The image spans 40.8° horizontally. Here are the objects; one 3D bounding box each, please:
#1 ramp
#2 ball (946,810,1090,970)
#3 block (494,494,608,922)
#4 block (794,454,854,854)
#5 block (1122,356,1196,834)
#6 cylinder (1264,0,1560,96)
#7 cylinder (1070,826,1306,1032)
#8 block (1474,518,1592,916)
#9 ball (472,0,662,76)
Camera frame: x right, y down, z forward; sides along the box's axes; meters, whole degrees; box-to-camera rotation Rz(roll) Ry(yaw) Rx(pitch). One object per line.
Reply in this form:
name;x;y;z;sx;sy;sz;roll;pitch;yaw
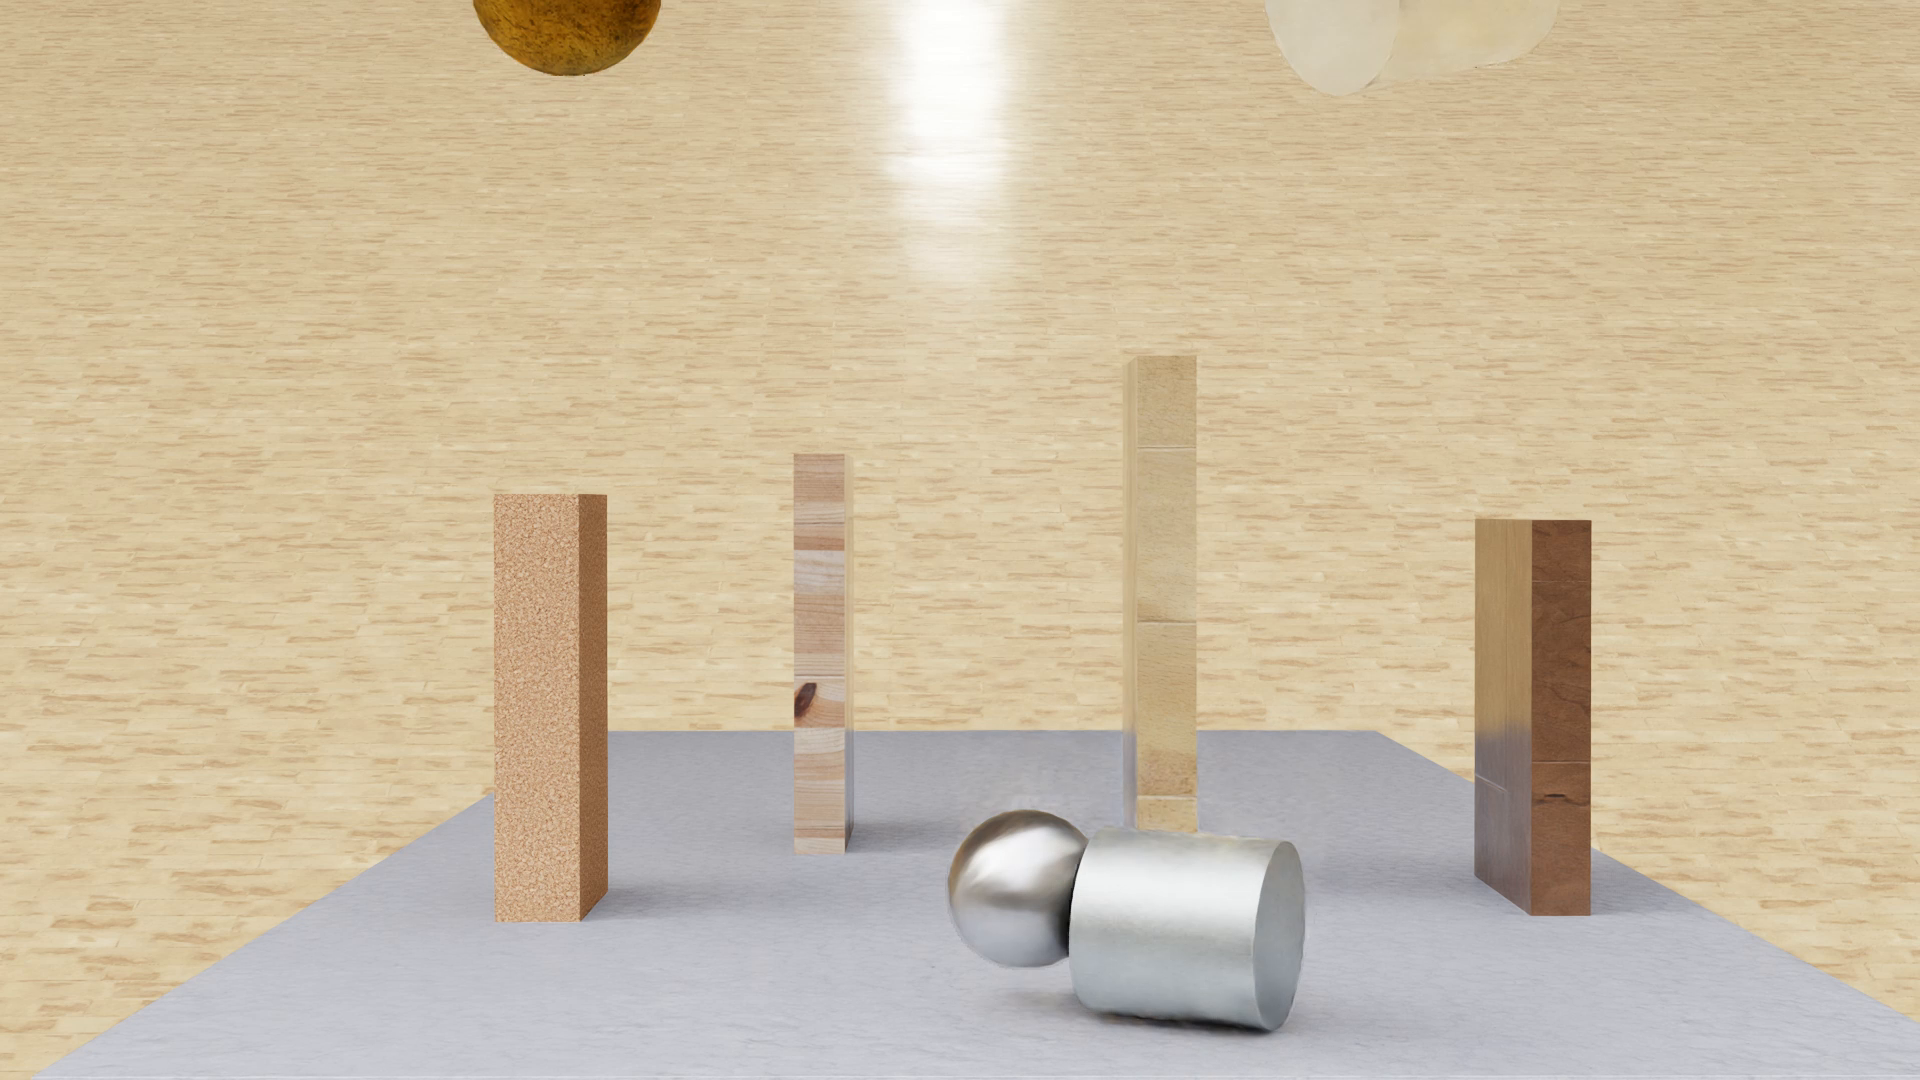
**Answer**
ramp;0.063;0.563;4.603;2.000;0.100;4.000;0;1;0
ball;0.075;0.397;2.939;0.180;0.180;0.180;0;28;0
block;-0.584;0.230;3.706;0.117;0.591;0.289;0;1;0
block;-0.232;0.185;4.444;0.084;0.660;0.377;0;1;0
block;0.297;0.129;3.867;0.085;0.789;0.328;0;1;0
cylinder;0.428;-0.539;2.449;0.202;0.202;0.202;-16;32;-28
cylinder;0.255;0.430;2.868;0.207;0.207;0.207;2;27;23
block;0.840;0.246;3.810;0.084;0.554;0.397;0;1;0
ball;-0.334;-0.477;2.196;0.164;0.164;0.164;0;28;0
